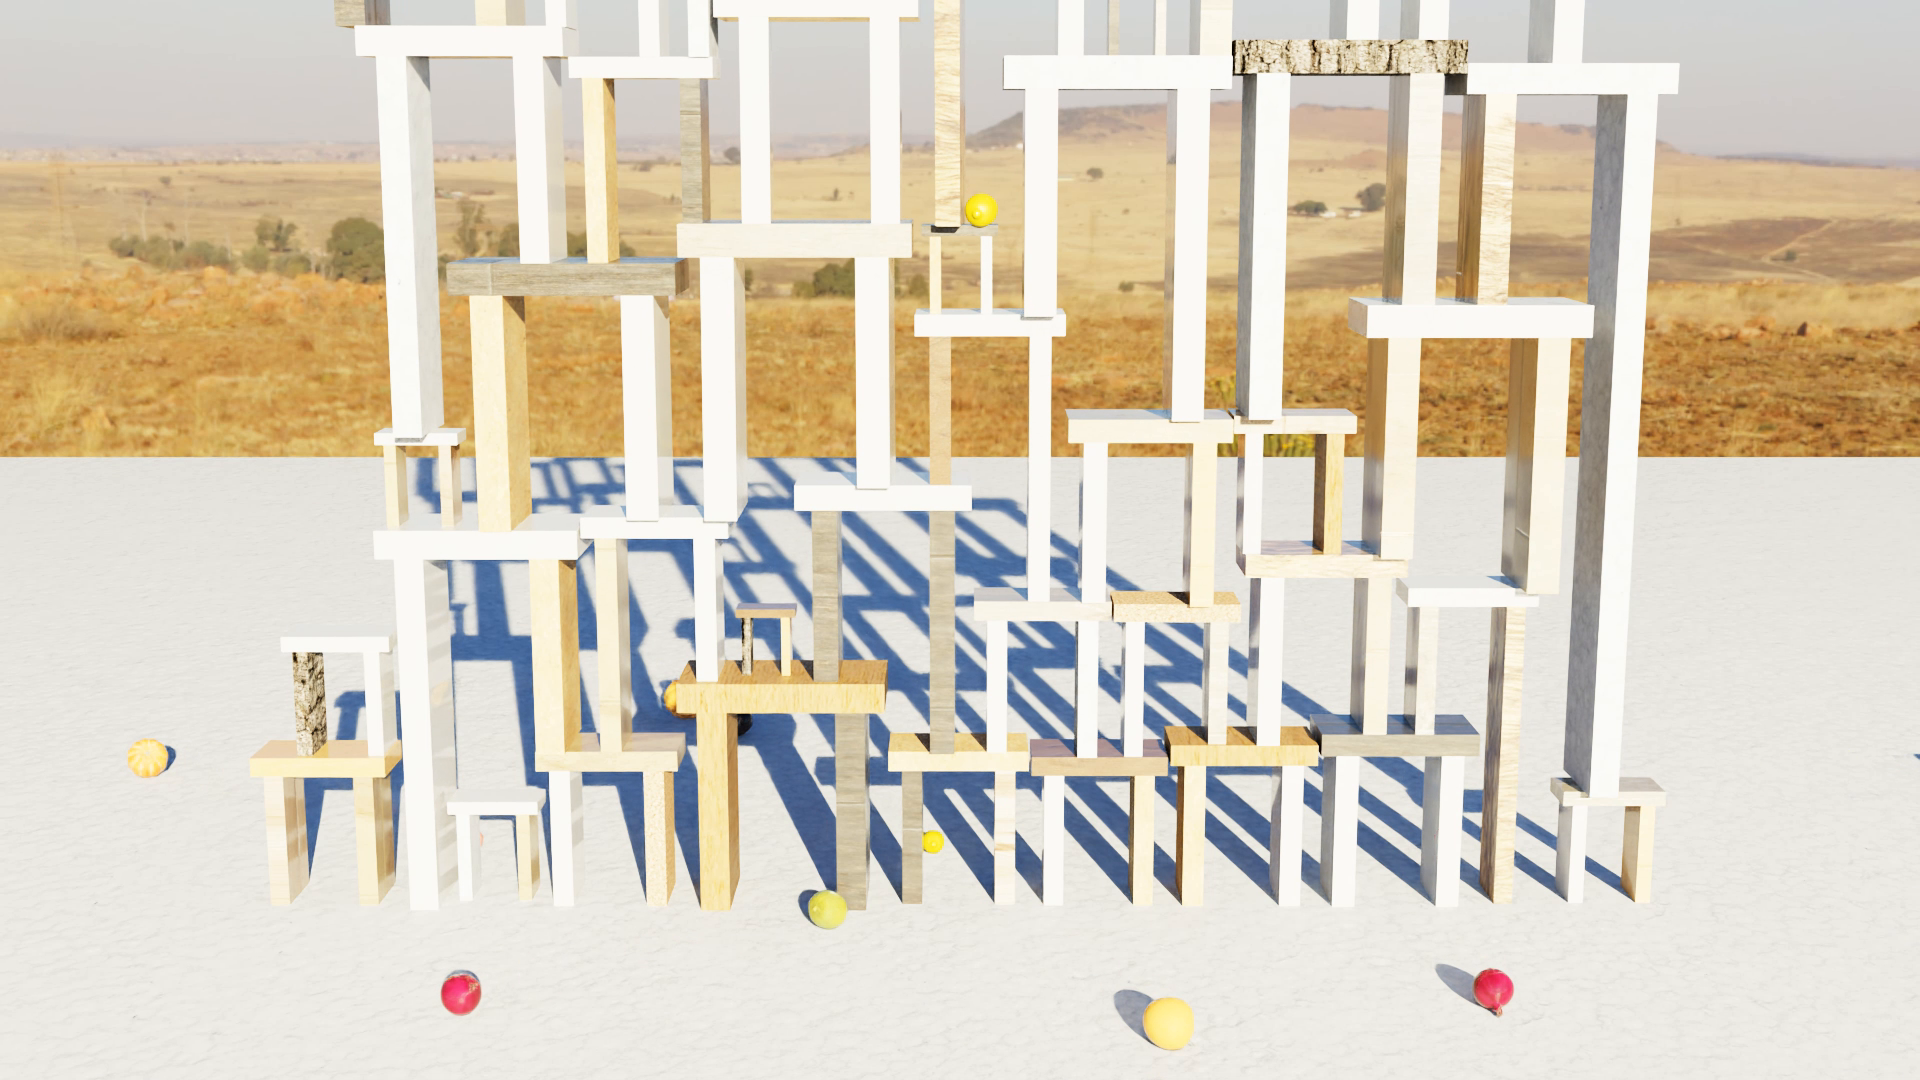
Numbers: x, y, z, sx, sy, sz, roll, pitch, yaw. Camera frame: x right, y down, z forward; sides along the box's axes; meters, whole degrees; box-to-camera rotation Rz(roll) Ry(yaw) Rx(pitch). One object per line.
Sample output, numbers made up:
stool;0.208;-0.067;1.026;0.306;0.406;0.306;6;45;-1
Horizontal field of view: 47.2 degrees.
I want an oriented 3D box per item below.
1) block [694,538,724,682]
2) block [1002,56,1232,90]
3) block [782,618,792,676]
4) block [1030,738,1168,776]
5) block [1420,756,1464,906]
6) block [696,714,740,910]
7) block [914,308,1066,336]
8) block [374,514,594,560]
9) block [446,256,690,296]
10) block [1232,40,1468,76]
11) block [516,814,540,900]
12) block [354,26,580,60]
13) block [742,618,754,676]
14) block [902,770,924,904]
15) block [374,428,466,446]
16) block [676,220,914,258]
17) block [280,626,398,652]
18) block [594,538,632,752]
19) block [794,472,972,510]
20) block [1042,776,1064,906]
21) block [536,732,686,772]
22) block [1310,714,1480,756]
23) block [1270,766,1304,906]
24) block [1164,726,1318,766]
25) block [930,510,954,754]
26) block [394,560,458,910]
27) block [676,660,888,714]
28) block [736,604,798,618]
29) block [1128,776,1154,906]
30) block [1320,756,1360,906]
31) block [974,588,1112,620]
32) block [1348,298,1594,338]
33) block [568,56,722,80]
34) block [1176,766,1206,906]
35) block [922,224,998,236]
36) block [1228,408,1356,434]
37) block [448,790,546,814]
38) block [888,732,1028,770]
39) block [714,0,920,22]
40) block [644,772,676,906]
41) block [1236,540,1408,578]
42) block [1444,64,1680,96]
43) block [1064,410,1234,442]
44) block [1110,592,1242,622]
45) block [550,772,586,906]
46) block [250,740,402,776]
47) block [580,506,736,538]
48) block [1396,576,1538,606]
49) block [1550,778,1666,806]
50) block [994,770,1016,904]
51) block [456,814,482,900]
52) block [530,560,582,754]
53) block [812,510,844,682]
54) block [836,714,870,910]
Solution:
block;-0.407;0.102;3.576;0.033;0.234;0.117;0;11;0
block;0.240;-0.726;3.420;0.346;0.049;0.173;0;11;0
block;-0.283;0.169;3.592;0.014;0.096;0.048;0;11;0
block;0.227;0.358;3.625;0.221;0.031;0.110;0;11;0
block;0.799;0.464;3.646;0.036;0.256;0.128;0;11;0
block;-0.399;0.426;3.639;0.047;0.333;0.167;0;11;0
block;0.047;-0.346;3.496;0.236;0.033;0.118;0;11;0
block;-0.768;-0.006;3.561;0.321;0.046;0.161;0;11;0
block;-0.617;-0.418;3.485;0.353;0.050;0.176;0;11;0
block;0.594;-0.749;3.420;0.352;0.050;0.176;0;11;0
block;-0.718;0.517;3.660;0.021;0.148;0.074;0;11;0
block;-0.760;-0.771;3.412;0.313;0.044;0.157;0;11;0
block;-0.347;0.169;3.592;0.014;0.096;0.048;0;11;0
block;-0.078;0.477;3.653;0.032;0.228;0.114;0;11;0
block;-0.865;-0.166;3.525;0.131;0.019;0.066;0;11;0
block;-0.255;-0.477;3.471;0.360;0.051;0.180;0;11;0
block;-1.009;0.161;3.593;0.174;0.025;0.087;0;11;0
block;-0.564;0.160;3.587;0.033;0.352;0.117;0;11;0
block;-0.122;-0.079;3.549;0.280;0.040;0.140;0;11;0
block;0.153;0.482;3.648;0.031;0.221;0.110;0;11;0
block;-0.574;0.349;3.622;0.229;0.033;0.115;0;11;0
block;0.713;0.321;3.619;0.256;0.036;0.128;0;11;0
block;0.541;0.473;3.648;0.034;0.239;0.119;0;11;0
block;0.461;0.339;3.623;0.239;0.034;0.119;0;11;0
block;-0.028;0.137;3.589;0.040;0.400;0.140;0;11;0
block;-0.875;0.303;3.619;0.046;0.583;0.161;0;11;0
block;-0.288;0.239;3.605;0.333;0.047;0.167;0;11;0
block;-0.315;0.115;3.582;0.096;0.014;0.048;0;11;0
block;0.300;0.482;3.648;0.031;0.221;0.110;0;11;0
block;0.628;0.464;3.646;0.036;0.256;0.128;0;11;0
block;0.133;0.104;3.575;0.220;0.031;0.110;0;11;0
block;0.806;-0.354;3.490;0.349;0.049;0.175;0;11;0
block;-0.489;-0.735;3.427;0.220;0.031;0.110;0;11;1
block;0.382;0.473;3.648;0.034;0.239;0.119;0;11;0
block;0.000;-0.489;3.464;0.121;0.017;0.060;0;11;0
block;0.531;-0.191;3.526;0.193;0.027;0.097;0;11;0
block;-0.767;0.434;3.644;0.148;0.021;0.074;0;11;0
block;-0.002;0.349;3.629;0.228;0.032;0.114;0;11;0
block;-0.218;-0.829;3.408;0.310;0.044;0.155;0;11;1
block;-0.497;0.478;3.645;0.033;0.230;0.115;0;11;0
block;0.585;0.030;3.570;0.258;0.037;0.129;0;11;0
block;0.935;-0.718;3.431;0.321;0.046;0.161;0;11;0
block;0.300;-0.183;3.520;0.258;0.037;0.129;0;11;0
block;0.349;0.108;3.579;0.203;0.029;0.102;0;11;0
block;-0.650;0.478;3.645;0.033;0.230;0.115;0;11;0
block;-1.044;0.360;3.625;0.219;0.031;0.109;0;11;0
block;-0.486;-0.030;3.551;0.234;0.033;0.117;0;11;0
block;0.824;0.083;3.577;0.209;0.030;0.104;0;11;0
block;1.070;0.415;3.634;0.167;0.024;0.083;0;11;0
block;0.074;0.477;3.653;0.032;0.228;0.114;0;11;0
block;-0.817;0.517;3.660;0.021;0.148;0.074;0;11;0
block;-0.660;0.174;3.595;0.046;0.321;0.161;0;10;0
block;-0.215;0.078;3.578;0.040;0.280;0.140;0;11;0
block;-0.177;0.426;3.639;0.047;0.333;0.167;0;11;0
